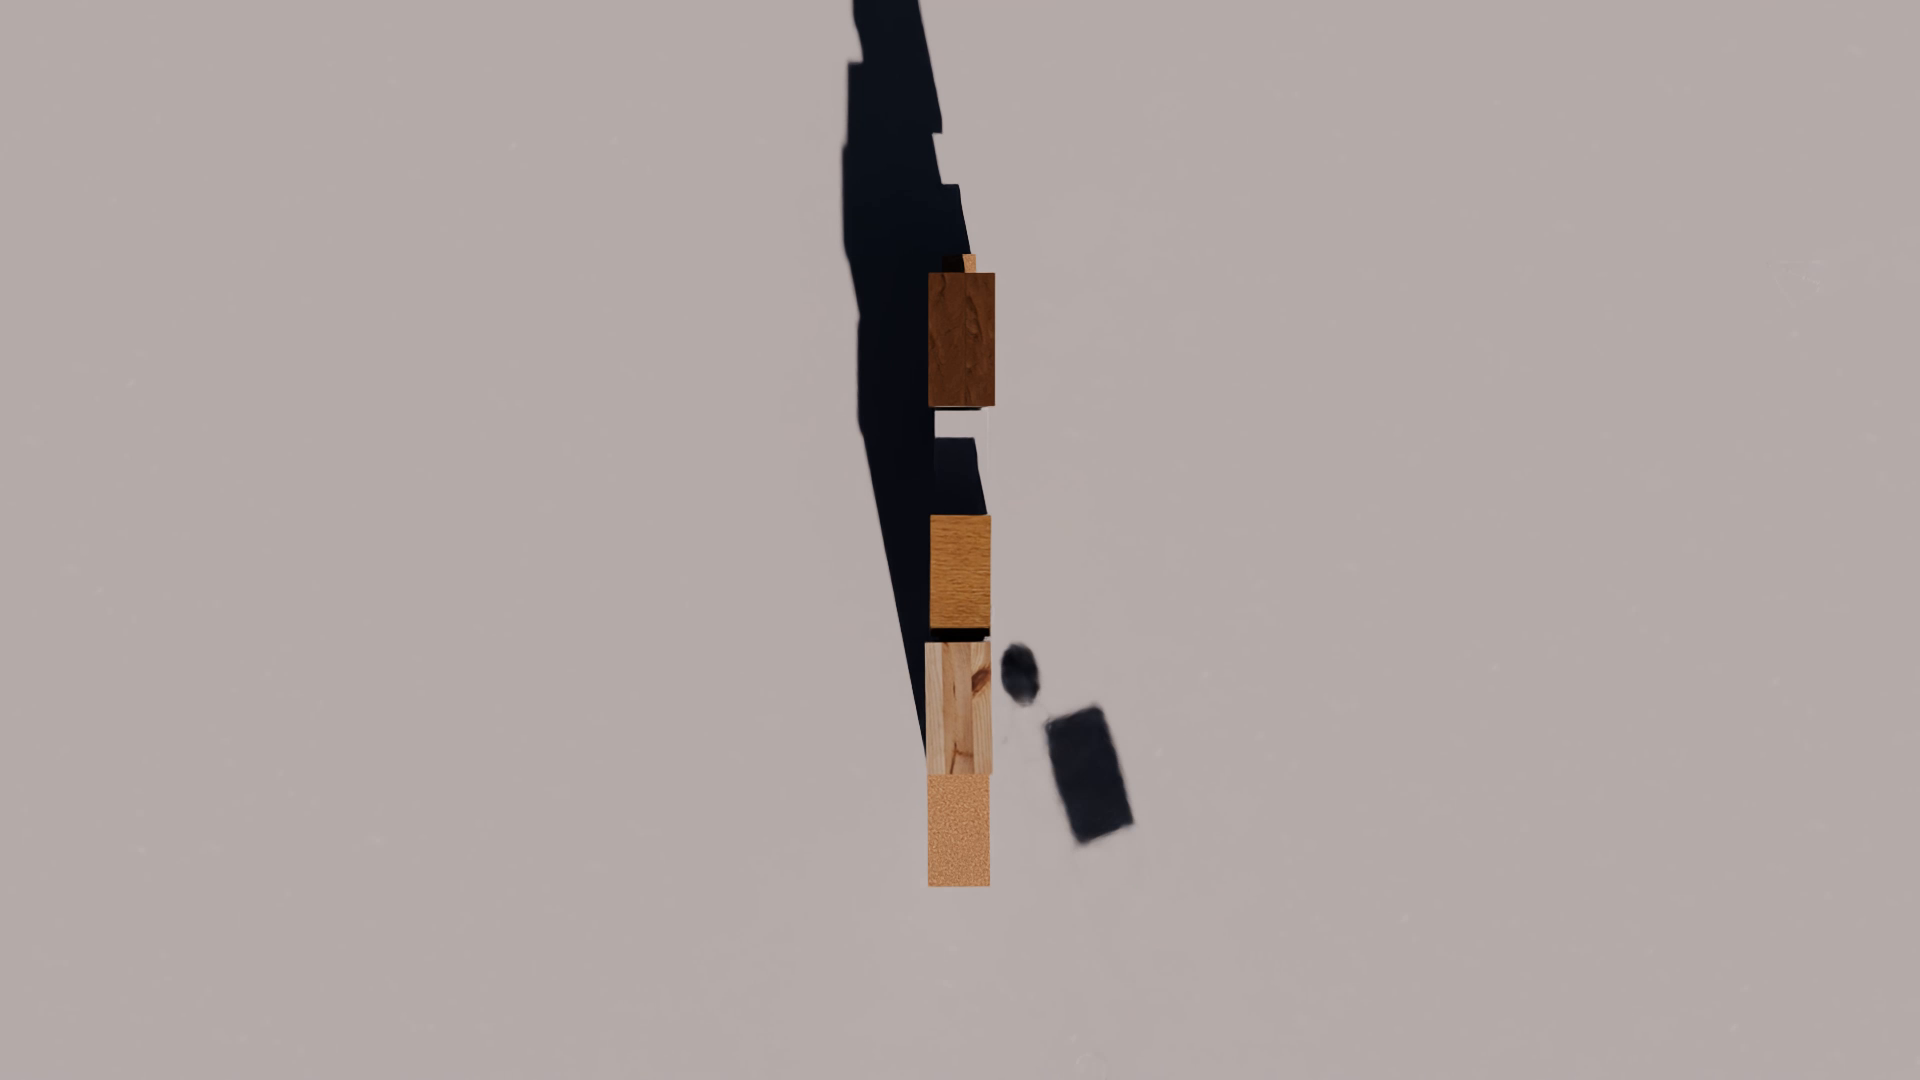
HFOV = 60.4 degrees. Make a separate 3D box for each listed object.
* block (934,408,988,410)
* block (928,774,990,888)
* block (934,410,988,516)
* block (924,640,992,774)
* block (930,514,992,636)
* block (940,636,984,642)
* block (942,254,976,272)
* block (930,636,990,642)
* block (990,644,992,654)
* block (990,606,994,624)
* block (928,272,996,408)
[{"bbox_3d":[0.004,-0.352,4.655,0.155,0.044,0.310,0,90,0],"label":"block"},{"bbox_3d":[-0.004,0.747,4.351,0.163,0.046,0.327,0,90,0],"label":"block"},{"bbox_3d":[0.003,-0.201,4.338,0.138,0.039,0.275,0,90,0],"label":"block"},{"bbox_3d":[-0.003,0.418,4.124,0.164,0.047,0.328,-1,90,0],"label":"block"},{"bbox_3d":[0.001,0.090,4.151,0.152,0.043,0.303,0,90,0],"label":"block"},{"bbox_3d":[0.005,0.327,4.493,0.119,0.034,0.238,1,90,0],"label":"block"},{"bbox_3d":[-0.004,-0.801,5.267,0.109,0.031,0.218,0,90,0],"label":"block"},{"bbox_3d":[0.000,0.225,4.773,0.175,0.049,0.349,-1,90,0],"label":"block"},{"bbox_3d":[-0.001,0.304,4.312,0.164,0.329,0.047,3,90,1],"label":"block"},{"bbox_3d":[0.010,0.192,4.325,0.152,0.303,0.043,4,88,0],"label":"block"},{"bbox_3d":[0.004,-0.516,4.266,0.171,0.049,0.343,0,90,0],"label":"block"}]
